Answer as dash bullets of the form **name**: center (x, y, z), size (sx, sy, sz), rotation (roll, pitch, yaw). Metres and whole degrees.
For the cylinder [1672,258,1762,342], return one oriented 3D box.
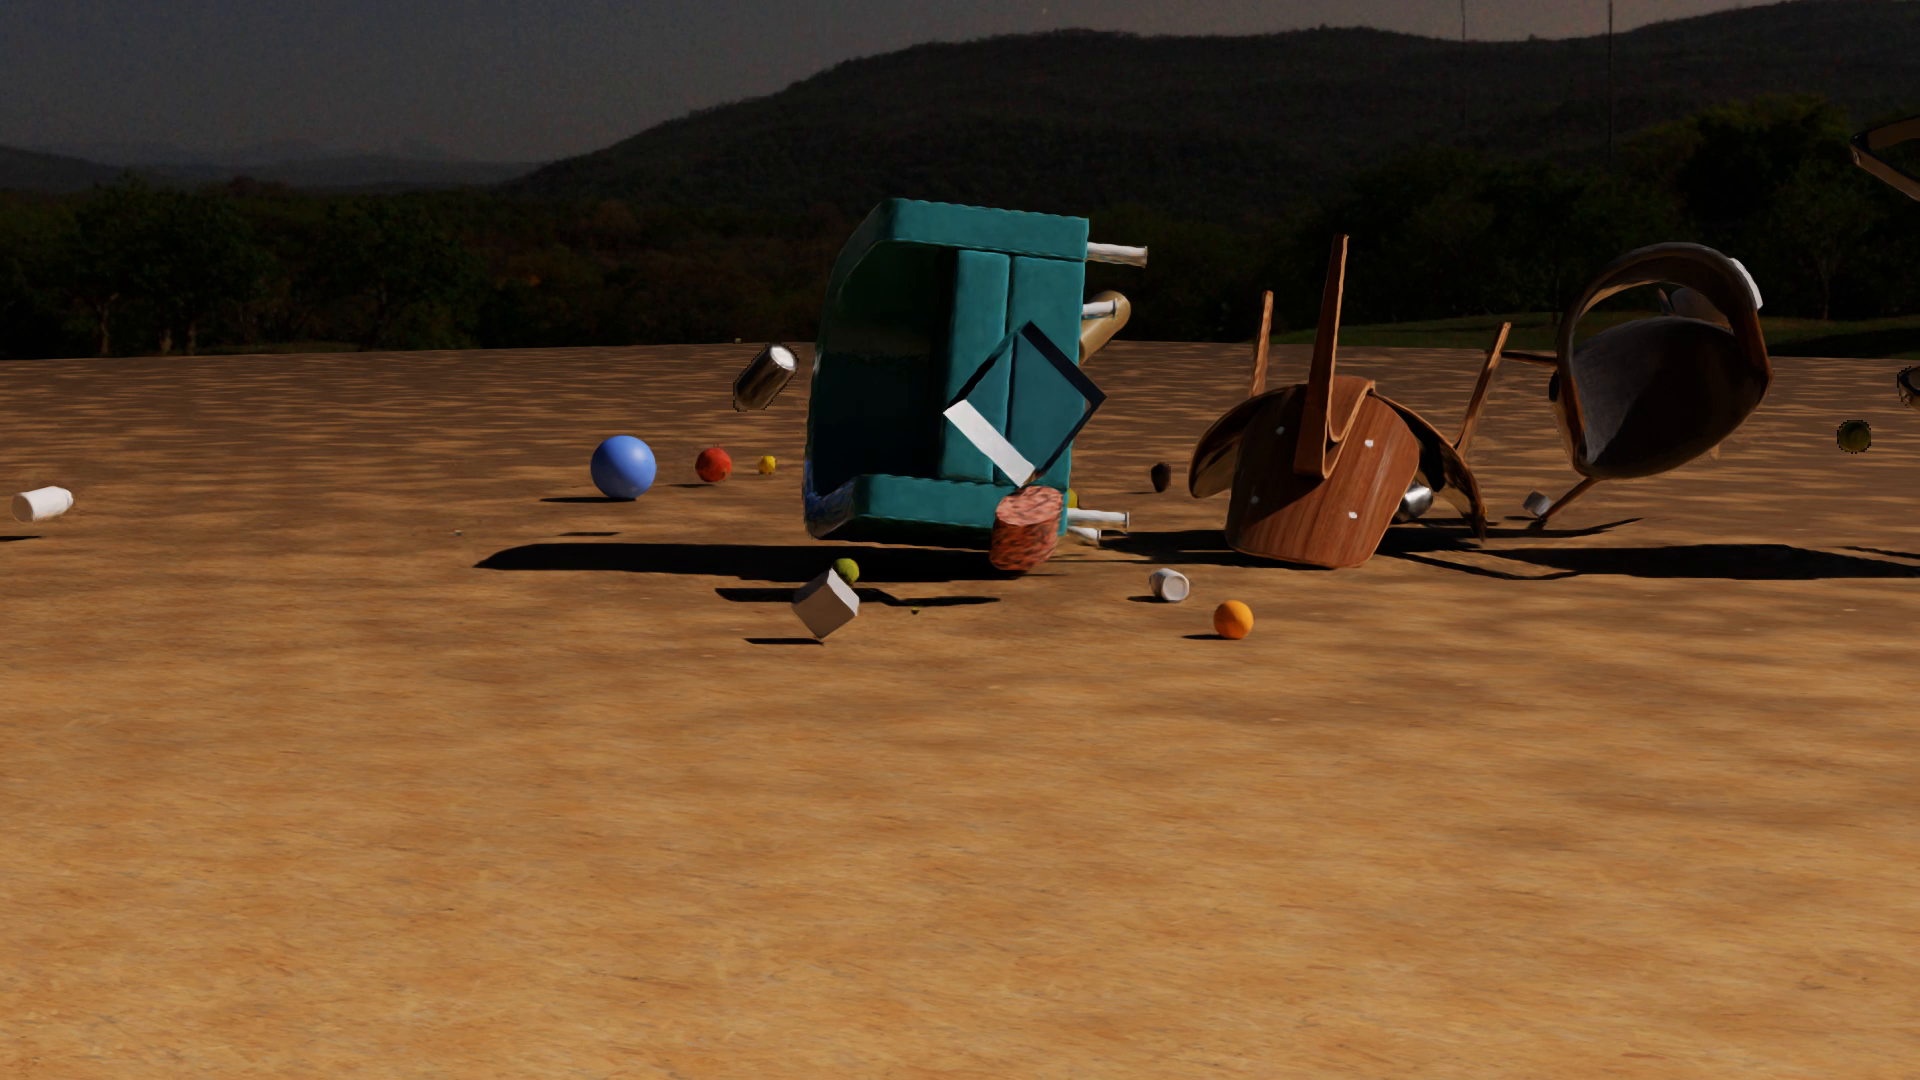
- **cylinder**: center (1.989, -0.630, 6.744), size (0.175, 0.155, 0.150), rotation (-33, -56, 33)

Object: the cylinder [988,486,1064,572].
- **cylinder**: center (0.133, -0.024, 5.169), size (0.104, 0.117, 0.167), rotation (35, 45, 30)

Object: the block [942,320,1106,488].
- **block**: center (0.132, -0.276, 5.215), size (0.236, 0.224, 0.105), rotation (-51, 12, -26)

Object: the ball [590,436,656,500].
- **ball**: center (-0.989, -0.212, 7.537), size (0.192, 0.192, 0.192), rotation (0, 6, 0)

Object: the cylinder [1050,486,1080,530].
- **cylinder**: center (0.209, -0.072, 6.545), size (0.113, 0.116, 0.256), rotation (11, 10, 22)

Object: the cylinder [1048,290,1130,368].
- **cylinder**: center (0.324, -0.535, 6.594), size (0.193, 0.107, 0.194), rotation (-43, 5, -29)

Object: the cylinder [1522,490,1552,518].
- **cylinder**: center (1.570, -0.096, 6.974), size (0.061, 0.051, 0.080), rotation (33, 2, 3)

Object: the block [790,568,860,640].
- **block**: center (-0.242, 0.115, 4.620), size (0.085, 0.082, 0.062), rotation (-34, 21, 20)
